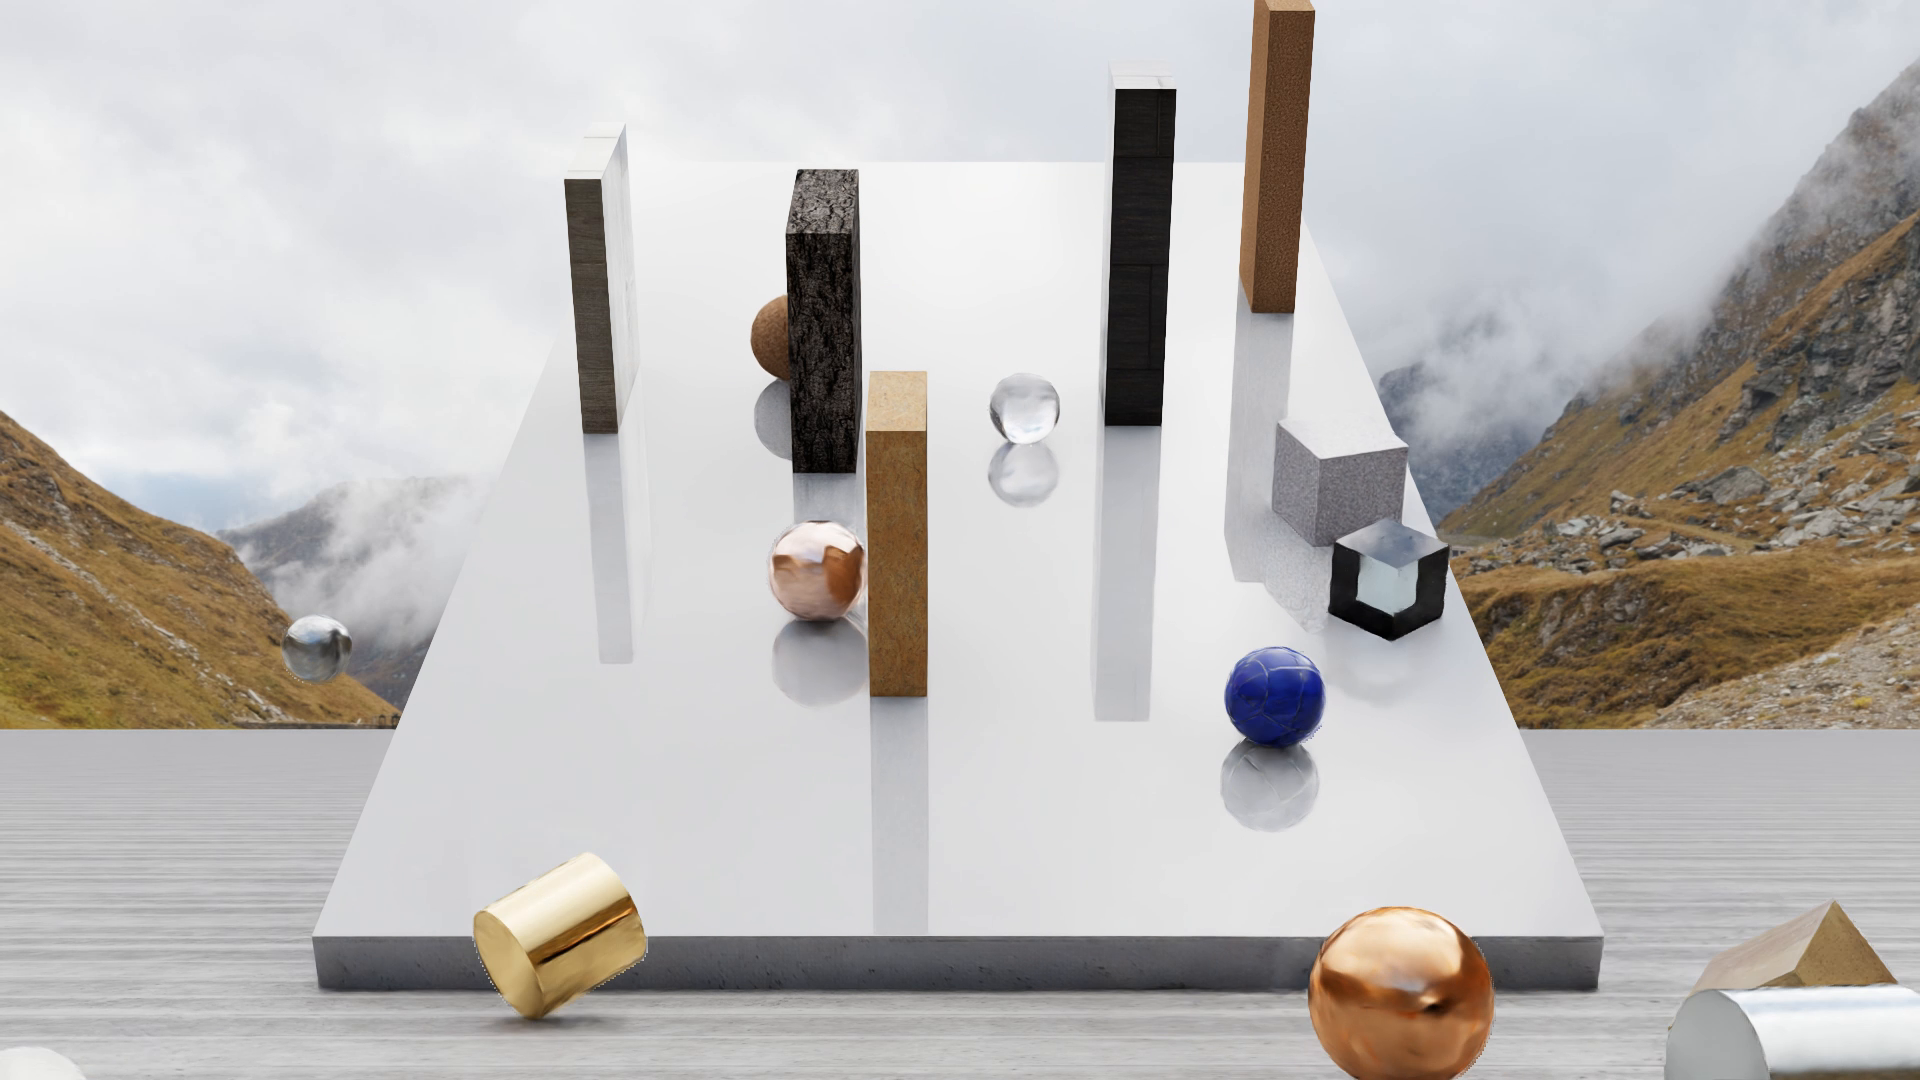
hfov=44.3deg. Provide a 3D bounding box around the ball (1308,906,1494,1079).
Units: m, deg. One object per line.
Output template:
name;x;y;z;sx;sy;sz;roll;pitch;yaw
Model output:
ball;0.498;0.518;2.670;0.208;0.208;0.208;0;-4;0

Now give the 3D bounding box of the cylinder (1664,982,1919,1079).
cylinder;0.746;0.483;2.076;0.178;0.178;0.178;1;-4;-13

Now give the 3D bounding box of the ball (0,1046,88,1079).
ball;-0.839;0.517;2.112;0.125;0.125;0.125;0;-4;0

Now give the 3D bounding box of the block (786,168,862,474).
block;-0.298;-0.494;5.265;0.139;0.552;0.447;0;26;0

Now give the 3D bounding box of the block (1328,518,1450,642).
block;0.829;0.076;4.565;0.156;0.156;0.156;-21;33;-36

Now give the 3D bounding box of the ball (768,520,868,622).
ball;-0.273;0.059;4.547;0.197;0.197;0.197;0;-4;0

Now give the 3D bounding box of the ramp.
ramp;-0.010;-0.228;5.466;2.000;0.100;4.000;0;26;0

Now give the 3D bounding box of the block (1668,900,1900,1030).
block;0.812;0.471;2.285;0.149;0.149;0.149;-39;-5;39

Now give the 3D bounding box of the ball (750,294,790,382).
ball;-0.397;-0.482;5.631;0.208;0.208;0.208;0;-4;0

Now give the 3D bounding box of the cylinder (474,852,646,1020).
cylinder;-0.565;0.558;3.331;0.173;0.173;0.173;-28;12;-33

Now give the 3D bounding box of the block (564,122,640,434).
block;-0.819;-0.608;5.438;0.081;0.602;0.432;0;26;0

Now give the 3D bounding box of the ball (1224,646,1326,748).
ball;0.552;0.275;4.136;0.178;0.178;0.178;0;-4;0

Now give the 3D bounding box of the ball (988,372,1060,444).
ball;0.145;-0.297;5.309;0.162;0.162;0.162;0;-4;0

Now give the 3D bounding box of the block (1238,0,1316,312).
block;0.807;-1.003;6.043;0.110;0.782;0.306;0;26;0

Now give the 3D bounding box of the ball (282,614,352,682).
ball;-1.599;0.269;5.875;0.170;0.170;0.170;0;-4;0

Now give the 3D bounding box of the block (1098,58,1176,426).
block;0.399;-0.672;5.363;0.132;0.789;0.251;0;26;0

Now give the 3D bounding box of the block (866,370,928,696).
block;-0.113;-0.012;4.316;0.105;0.529;0.274;0;26;0

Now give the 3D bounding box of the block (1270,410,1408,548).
block;0.791;-0.130;4.931;0.201;0.201;0.201;-9;28;-17
